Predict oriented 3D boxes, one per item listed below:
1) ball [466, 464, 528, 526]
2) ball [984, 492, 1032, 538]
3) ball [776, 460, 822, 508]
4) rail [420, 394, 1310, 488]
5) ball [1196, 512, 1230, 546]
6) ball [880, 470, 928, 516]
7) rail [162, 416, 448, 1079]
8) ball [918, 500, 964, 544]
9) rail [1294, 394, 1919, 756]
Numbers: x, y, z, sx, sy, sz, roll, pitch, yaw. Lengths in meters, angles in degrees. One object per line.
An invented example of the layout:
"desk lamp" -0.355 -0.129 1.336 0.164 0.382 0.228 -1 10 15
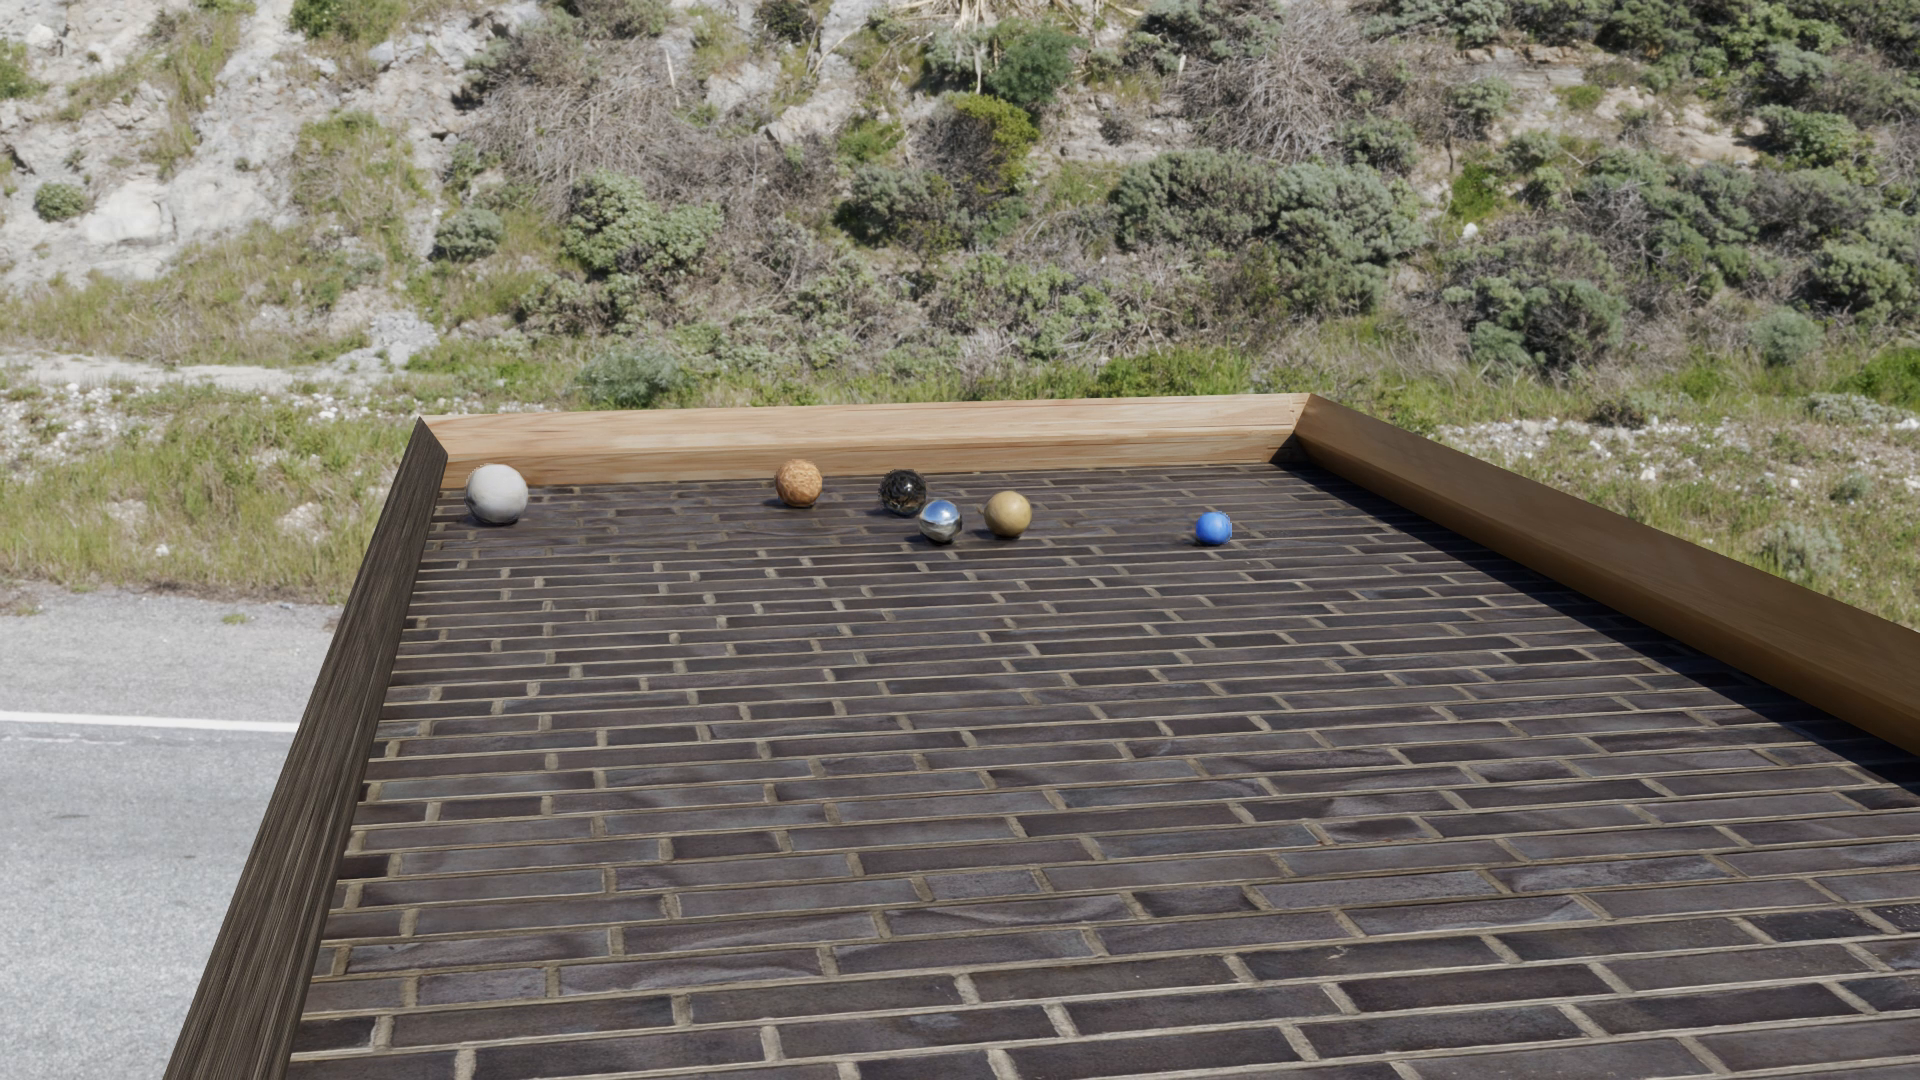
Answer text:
"ball" -0.686 -0.067 3.255 0.091 0.091 0.091 0 12 0
"ball" 0.069 -0.036 3.159 0.068 0.068 0.068 0 12 0
"ball" -0.248 -0.086 3.394 0.072 0.072 0.072 0 12 0
"rail" -0.127 -0.164 3.657 1.504 0.118 0.045 -2 12 -10
"ball" 0.357 -0.016 3.110 0.048 0.048 0.048 0 12 0
"ball" -0.085 -0.071 3.323 0.070 0.070 0.070 0 12 0
"rail" -0.585 0.141 2.161 0.045 0.118 2.884 -2 12 -10
"ball" -0.027 -0.026 3.121 0.063 0.063 0.063 0 12 0
"rail" 0.848 0.088 2.421 0.045 0.118 2.884 -2 12 -10
